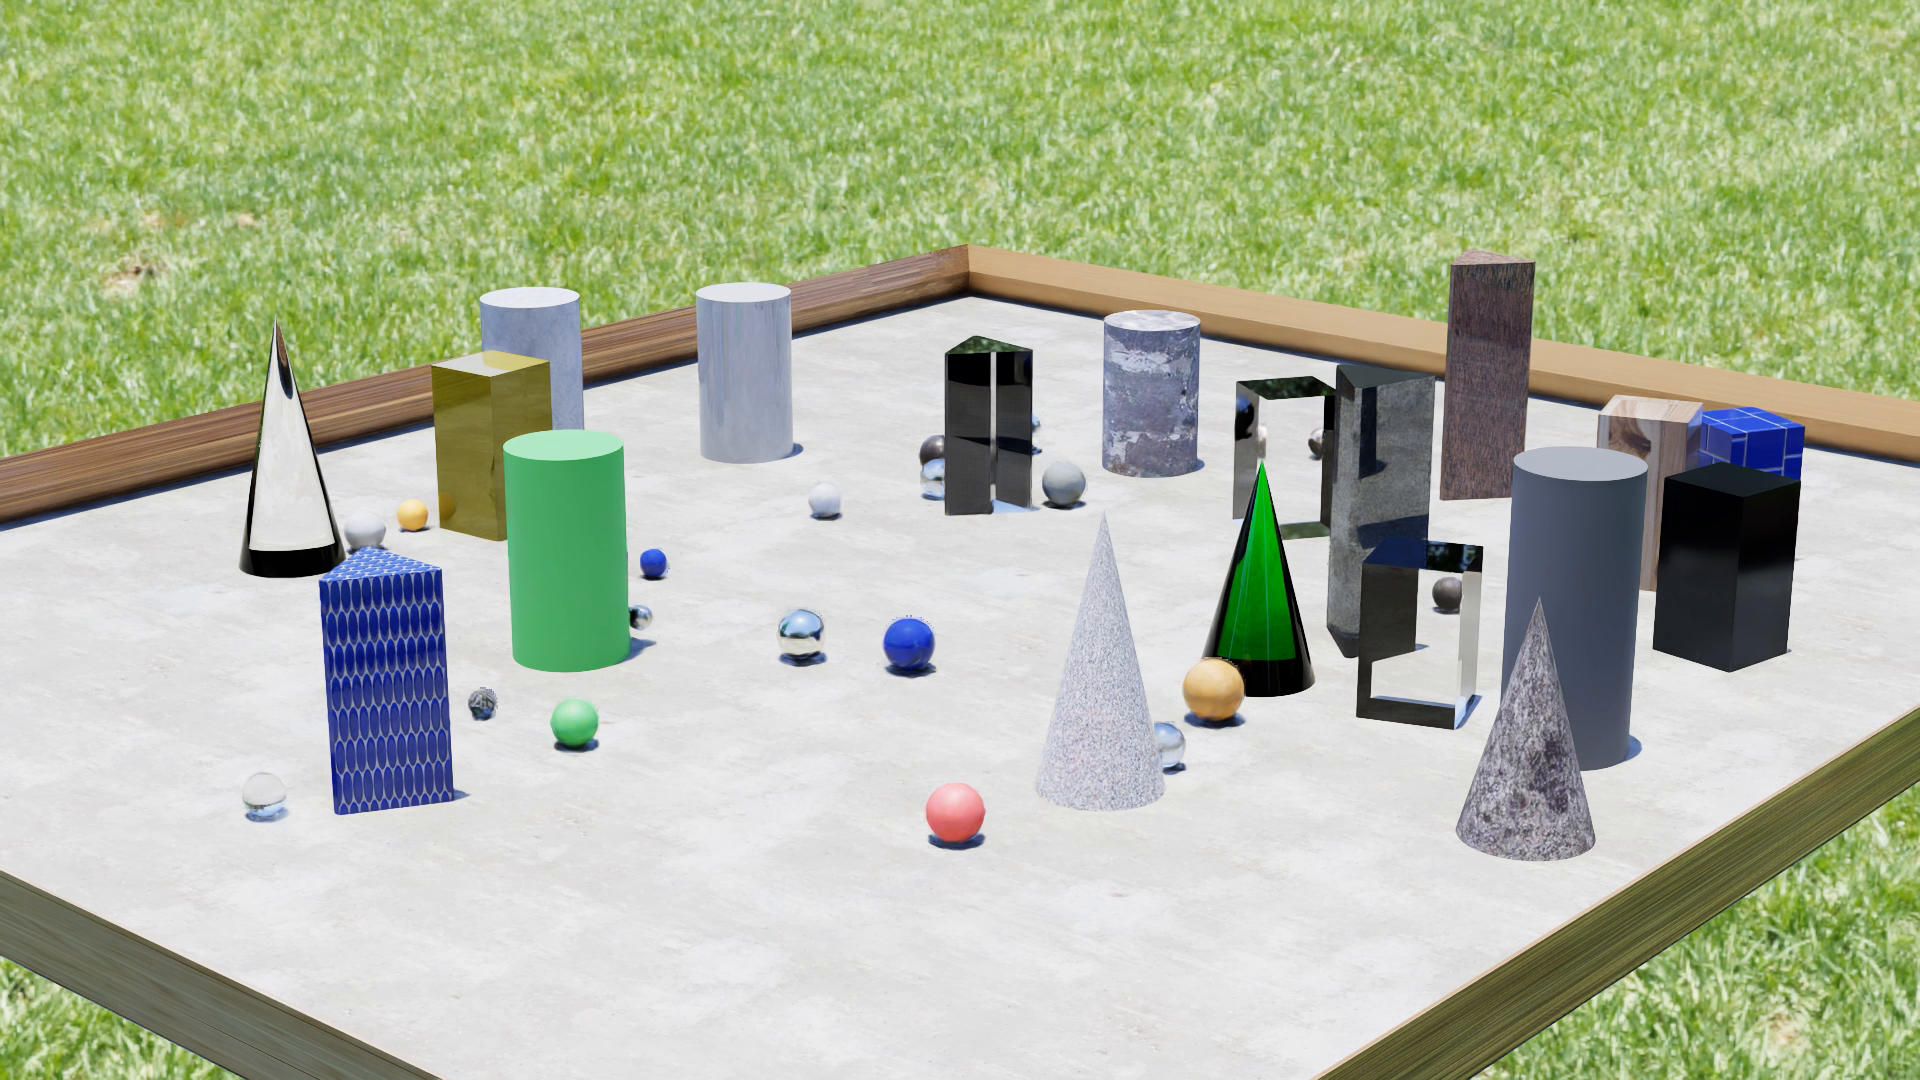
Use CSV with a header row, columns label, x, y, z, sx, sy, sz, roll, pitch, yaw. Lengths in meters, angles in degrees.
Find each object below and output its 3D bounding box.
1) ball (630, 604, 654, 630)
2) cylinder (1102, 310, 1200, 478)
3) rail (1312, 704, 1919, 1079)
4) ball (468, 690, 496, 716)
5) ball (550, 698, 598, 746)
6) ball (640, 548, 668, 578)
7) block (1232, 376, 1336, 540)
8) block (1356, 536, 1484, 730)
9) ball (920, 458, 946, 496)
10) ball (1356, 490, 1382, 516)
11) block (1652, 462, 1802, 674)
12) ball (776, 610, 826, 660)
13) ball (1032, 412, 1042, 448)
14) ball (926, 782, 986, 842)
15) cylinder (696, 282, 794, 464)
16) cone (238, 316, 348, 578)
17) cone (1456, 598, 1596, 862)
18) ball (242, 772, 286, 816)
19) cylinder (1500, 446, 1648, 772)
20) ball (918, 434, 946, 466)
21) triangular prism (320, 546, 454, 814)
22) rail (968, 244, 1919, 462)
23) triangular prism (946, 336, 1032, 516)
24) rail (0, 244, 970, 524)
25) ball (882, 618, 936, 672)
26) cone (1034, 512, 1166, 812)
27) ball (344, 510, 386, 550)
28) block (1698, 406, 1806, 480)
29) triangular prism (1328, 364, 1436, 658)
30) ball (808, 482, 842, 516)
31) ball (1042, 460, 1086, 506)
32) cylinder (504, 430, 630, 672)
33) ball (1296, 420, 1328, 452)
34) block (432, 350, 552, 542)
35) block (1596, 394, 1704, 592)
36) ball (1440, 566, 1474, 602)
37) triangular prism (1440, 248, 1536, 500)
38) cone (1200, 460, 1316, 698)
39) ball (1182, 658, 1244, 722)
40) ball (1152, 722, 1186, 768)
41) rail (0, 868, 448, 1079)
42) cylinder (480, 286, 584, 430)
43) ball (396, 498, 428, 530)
label,x,y,z,sx,sy,sz,roll,pitch,yaw
ball,-0.530,0.128,4.859,0.043,0.043,0.043,0,17,0
cylinder,0.384,-0.295,5.901,0.193,0.301,0.193,0,17,0
rail,1.226,0.339,4.102,0.045,0.125,3.853,14,22,39
ball,-0.739,0.252,4.535,0.042,0.042,0.042,0,17,0
ball,-0.580,0.275,4.409,0.072,0.072,0.072,0,17,0
ball,-0.546,0.041,5.221,0.051,0.051,0.051,0,17,0
block,0.613,-0.153,5.482,0.154,0.271,0.154,-5,17,-16
block,0.712,0.142,4.540,0.154,0.251,0.154,6,18,21
ball,-0.042,-0.121,5.717,0.074,0.074,0.074,0,17,0
ball,0.781,-0.071,5.597,0.048,0.048,0.048,0,17,0
block,1.252,0.042,4.793,0.154,0.295,0.154,-13,21,-38
ball,-0.259,0.155,4.789,0.083,0.083,0.083,0,17,0
ball,0.122,-0.227,6.037,0.092,0.092,0.092,0,17,0
ball,-0.006,0.376,4.055,0.082,0.082,0.082,0,17,0
cylinder,-0.440,-0.343,5.999,0.193,0.335,0.193,0,17,0
cone,-1.208,-0.182,5.242,0.193,0.465,0.193,0,17,0
cone,0.788,0.243,4.035,0.193,0.350,0.193,0,17,0
ball,-0.983,0.360,4.145,0.062,0.062,0.062,0,17,0
cylinder,0.906,0.100,4.343,0.193,0.444,0.193,0,17,0
ball,-0.041,-0.169,5.859,0.083,0.083,0.083,0,17,0
triangular prism,-0.829,0.195,4.195,0.167,0.348,0.144,-6,18,-18
rail,1.248,-0.384,6.496,3.294,0.125,0.045,14,22,39
triangular prism,0.042,-0.223,5.635,0.167,0.317,0.144,-3,17,-10
rail,-1.226,-0.276,6.139,0.045,0.125,3.853,14,22,39
ball,-0.082,0.169,4.736,0.086,0.086,0.086,0,17,0
cone,0.203,0.157,4.197,0.193,0.420,0.193,0,17,0
ball,-1.090,-0.017,5.368,0.076,0.076,0.076,0,17,0
block,1.409,-0.093,5.313,0.154,0.255,0.154,-6,18,-20
triangular prism,0.663,-0.055,4.838,0.167,0.455,0.144,-11,20,-32
ball,-0.256,-0.076,5.584,0.065,0.065,0.065,0,17,0
ball,0.200,-0.110,5.661,0.086,0.086,0.086,0,17,0
cylinder,-0.639,0.016,4.775,0.193,0.355,0.193,0,17,0
ball,0.728,-0.216,6.046,0.066,0.066,0.066,0,17,0
block,-0.871,-0.178,5.488,0.154,0.315,0.154,12,21,35
block,1.211,-0.082,5.181,0.154,0.310,0.154,7,18,22
ball,0.862,0.076,5.088,0.059,0.059,0.059,0,17,0
triangular prism,1.004,-0.324,5.712,0.167,0.466,0.144,-3,17,-9
cone,0.475,0.045,4.661,0.193,0.366,0.193,0,17,0
ball,0.390,0.231,4.512,0.096,0.096,0.096,0,17,0
ball,0.299,0.302,4.321,0.067,0.067,0.067,0,17,0
rail,-1.248,0.447,3.745,3.294,0.125,0.045,14,22,39
cylinder,-0.837,-0.292,5.757,0.193,0.377,0.193,0,17,0
ball,-1.027,-0.048,5.501,0.059,0.059,0.059,0,17,0
